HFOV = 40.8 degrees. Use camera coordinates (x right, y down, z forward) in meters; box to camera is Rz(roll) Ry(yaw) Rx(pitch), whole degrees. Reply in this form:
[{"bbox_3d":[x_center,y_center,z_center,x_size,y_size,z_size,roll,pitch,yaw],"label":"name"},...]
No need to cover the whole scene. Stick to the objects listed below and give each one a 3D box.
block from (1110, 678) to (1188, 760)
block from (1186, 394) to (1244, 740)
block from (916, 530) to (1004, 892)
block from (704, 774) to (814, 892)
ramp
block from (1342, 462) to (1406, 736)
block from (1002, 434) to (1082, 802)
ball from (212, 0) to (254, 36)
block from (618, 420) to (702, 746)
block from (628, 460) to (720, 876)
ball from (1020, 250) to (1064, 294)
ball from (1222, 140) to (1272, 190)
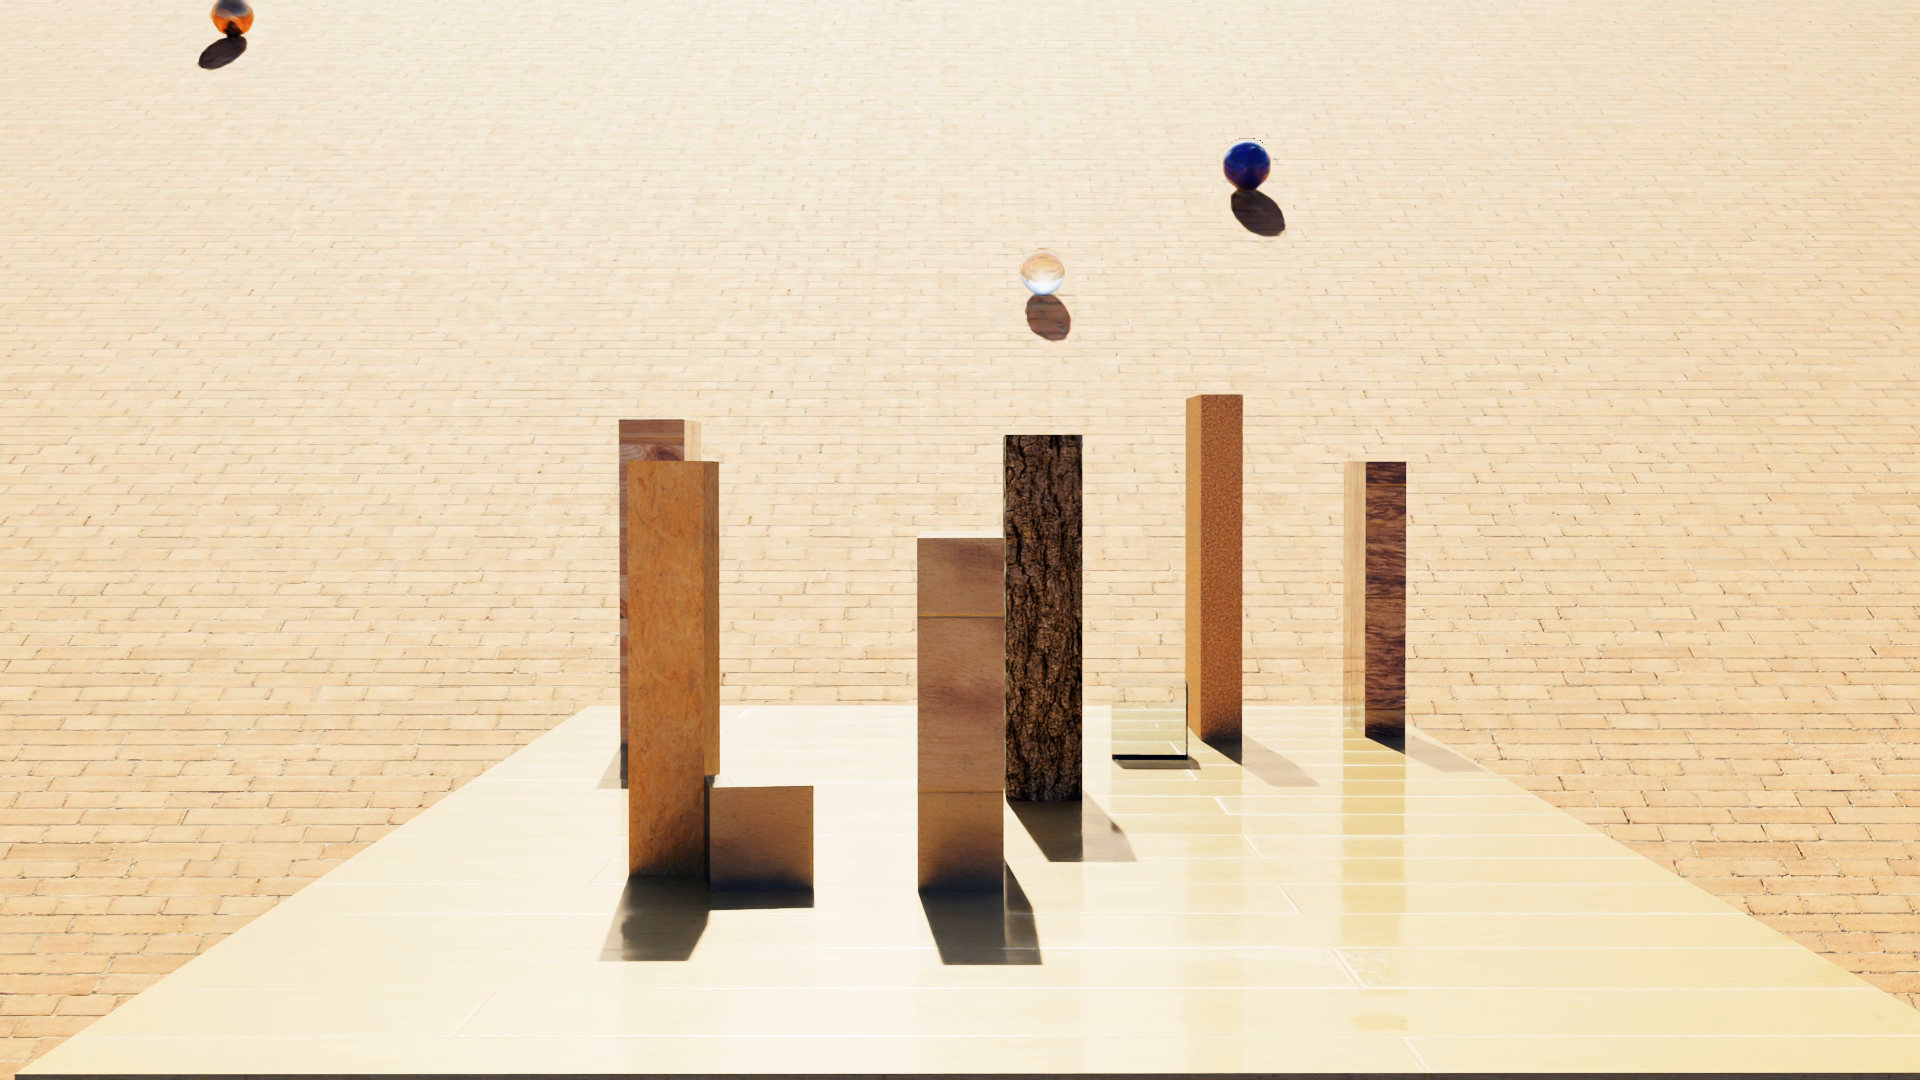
[{"bbox_3d":[0.395,0.374,5.401,0.156,0.156,0.156,0,2,3],"label":"block"},{"bbox_3d":[0.578,0.056,5.893,0.093,0.766,0.387,0,2,0],"label":"block"},{"bbox_3d":[0.000,0.243,3.869,0.123,0.503,0.414,0,2,0],"label":"block"},{"bbox_3d":[-0.294,0.423,3.751,0.149,0.149,0.149,0,2,-9],"label":"block"},{"bbox_3d":[0.058,0.525,4.563,2.000,0.100,4.000,0,2,0],"label":"ramp"},{"bbox_3d":[0.953,0.128,5.941,0.091,0.618,0.325,0,2,0],"label":"block"},{"bbox_3d":[0.152,0.137,4.814,0.139,0.663,0.320,0,2,0],"label":"block"},{"bbox_3d":[-3.642,-2.626,12.917,0.208,0.208,0.208,0,26,0],"label":"ball"},{"bbox_3d":[-0.670,0.087,5.795,0.143,0.710,0.368,0,2,0],"label":"block"},{"bbox_3d":[-0.434,0.186,3.933,0.112,0.613,0.254,0,2,0],"label":"block"},{"bbox_3d":[0.306,-0.988,9.536,0.162,0.162,0.162,0,26,0],"label":"ball"},{"bbox_3d":[1.186,-1.549,10.666,0.203,0.203,0.203,0,26,0],"label":"ball"}]
